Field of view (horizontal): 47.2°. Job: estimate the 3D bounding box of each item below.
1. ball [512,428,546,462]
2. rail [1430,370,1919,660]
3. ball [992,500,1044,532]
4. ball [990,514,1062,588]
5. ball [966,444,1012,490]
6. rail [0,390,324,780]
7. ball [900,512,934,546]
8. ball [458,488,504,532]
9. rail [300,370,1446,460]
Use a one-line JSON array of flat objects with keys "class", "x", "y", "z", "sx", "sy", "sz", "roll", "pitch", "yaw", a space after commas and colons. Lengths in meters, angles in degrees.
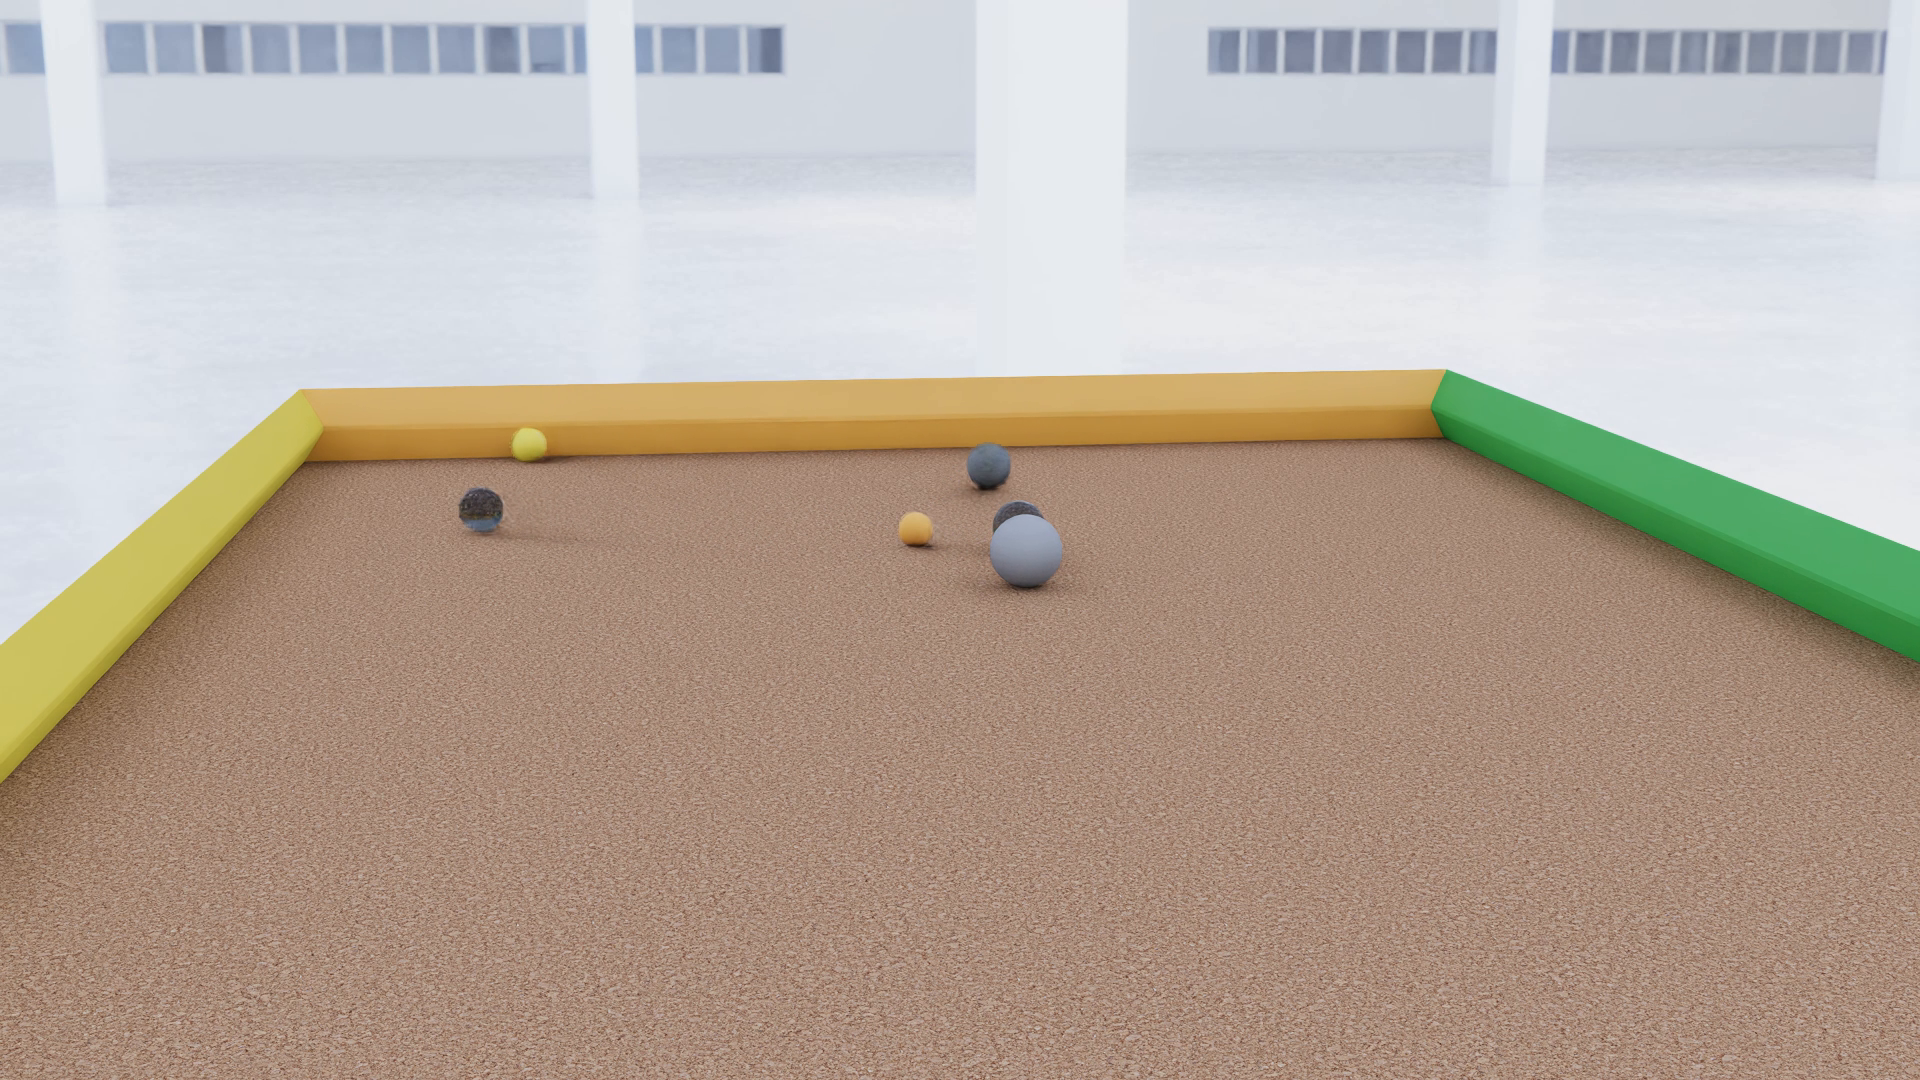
[{"class": "ball", "x": -0.770, "y": -0.170, "z": 3.932, "sx": 0.062, "sy": 0.062, "sz": 0.062, "roll": 0, "pitch": 12, "yaw": 0}, {"class": "rail", "x": 1.156, "y": 0.148, "z": 2.276, "sx": 0.045, "sy": 0.129, "sz": 3.958, "roll": -2, "pitch": 12, "yaw": -7}, {"class": "ball", "x": 0.086, "y": -0.019, "z": 3.186, "sx": 0.077, "sy": 0.077, "sz": 0.077, "roll": 0, "pitch": 12, "yaw": 0}, {"class": "ball", "x": 0.089, "y": 0.015, "z": 2.978, "sx": 0.099, "sy": 0.099, "sz": 0.099, "roll": 0, "pitch": 12, "yaw": 0}, {"class": "ball", "x": 0.049, "y": -0.122, "z": 3.680, "sx": 0.074, "sy": 0.074, "sz": 0.074, "roll": 0, "pitch": 12, "yaw": 0}, {"class": "rail", "x": -0.904, "y": 0.203, "z": 2.018, "sx": 0.045, "sy": 0.129, "sz": 3.958, "roll": -2, "pitch": 12, "yaw": -7}, {"class": "ball", "x": -0.064, "y": -0.016, "z": 3.238, "sx": 0.050, "sy": 0.050, "sz": 0.050, "roll": 0, "pitch": 12, "yaw": 0}, {"class": "ball", "x": -0.727, "y": -0.045, "z": 3.333, "sx": 0.068, "sy": 0.068, "sz": 0.068, "roll": 0, "pitch": 12, "yaw": 0}, {"class": "rail", "x": -0.123, "y": -0.229, "z": 4.044, "sx": 2.124, "sy": 0.129, "sz": 0.045, "roll": -2, "pitch": 12, "yaw": -7}]
